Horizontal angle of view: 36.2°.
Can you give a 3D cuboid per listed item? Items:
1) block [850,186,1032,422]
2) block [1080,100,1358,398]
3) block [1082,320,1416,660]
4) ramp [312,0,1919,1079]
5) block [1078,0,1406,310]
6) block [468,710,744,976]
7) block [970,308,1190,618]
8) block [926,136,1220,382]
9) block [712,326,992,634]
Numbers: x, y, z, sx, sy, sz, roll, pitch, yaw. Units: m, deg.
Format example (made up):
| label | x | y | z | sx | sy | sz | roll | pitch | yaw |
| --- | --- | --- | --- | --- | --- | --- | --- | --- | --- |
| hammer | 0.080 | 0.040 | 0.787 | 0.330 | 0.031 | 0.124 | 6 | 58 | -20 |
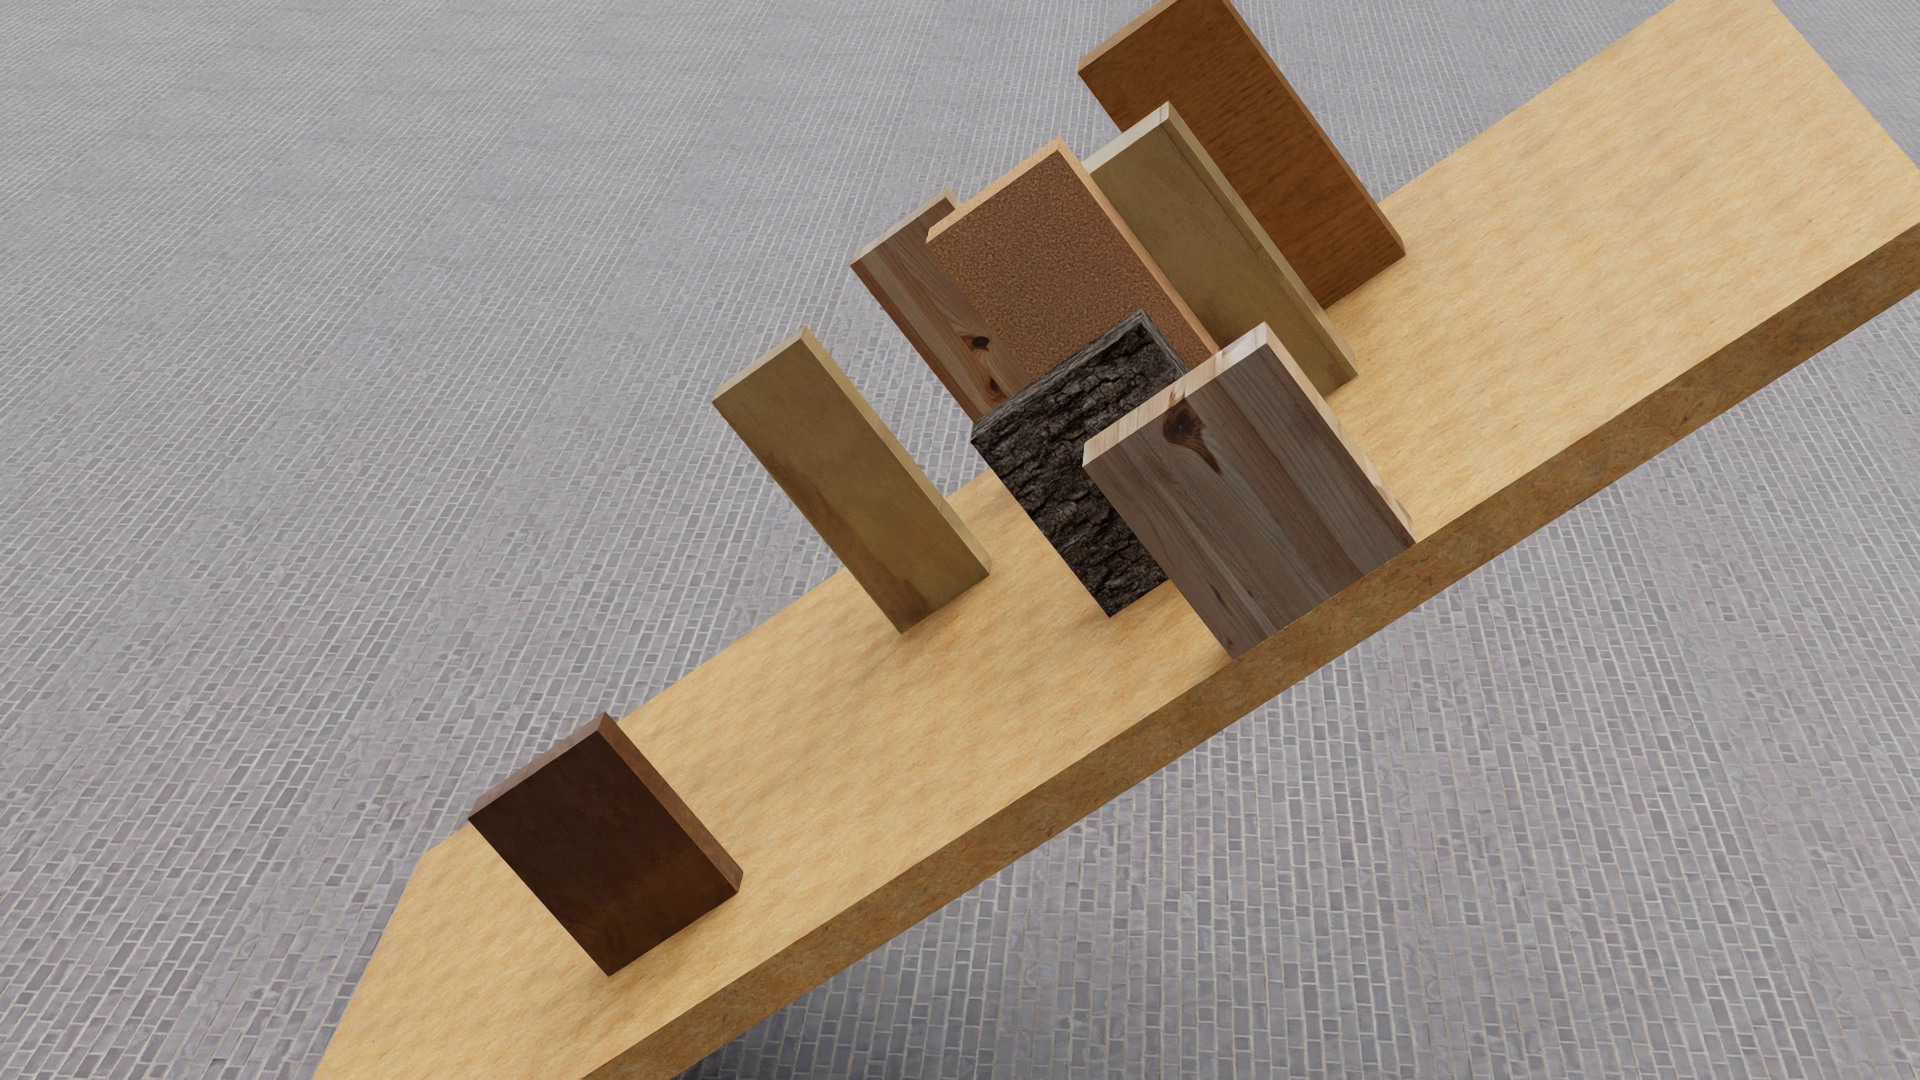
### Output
| label | x | y | z | sx | sy | sz | roll | pitch | yaw |
| --- | --- | --- | --- | --- | --- | --- | --- | --- | --- |
| block | 0.059 | -0.477 | 6.897 | 0.280 | 0.664 | 0.091 | -34 | 16 | 16 |
| block | 0.484 | -0.524 | 6.062 | 0.346 | 0.667 | 0.143 | -34 | 16 | 16 |
| block | 0.508 | -0.083 | 5.166 | 0.388 | 0.453 | 0.119 | -34 | 16 | 16 |
| ramp | 0.129 | 0.179 | 6.321 | 4.000 | 0.100 | 2.000 | -34 | 16 | 16 |
| block | 0.622 | -0.843 | 6.482 | 0.343 | 0.756 | 0.119 | -34 | 16 | 16 |
| block | -0.716 | 0.619 | 5.962 | 0.344 | 0.447 | 0.088 | -34 | 16 | 16 |
| block | 0.324 | -0.148 | 5.754 | 0.409 | 0.459 | 0.104 | -34 | 16 | 16 |
| block | 0.297 | -0.411 | 5.978 | 0.328 | 0.768 | 0.109 | -34 | 16 | 16 |
| block | -0.236 | -0.130 | 6.546 | 0.252 | 0.685 | 0.093 | -34 | 16 | 16 |
